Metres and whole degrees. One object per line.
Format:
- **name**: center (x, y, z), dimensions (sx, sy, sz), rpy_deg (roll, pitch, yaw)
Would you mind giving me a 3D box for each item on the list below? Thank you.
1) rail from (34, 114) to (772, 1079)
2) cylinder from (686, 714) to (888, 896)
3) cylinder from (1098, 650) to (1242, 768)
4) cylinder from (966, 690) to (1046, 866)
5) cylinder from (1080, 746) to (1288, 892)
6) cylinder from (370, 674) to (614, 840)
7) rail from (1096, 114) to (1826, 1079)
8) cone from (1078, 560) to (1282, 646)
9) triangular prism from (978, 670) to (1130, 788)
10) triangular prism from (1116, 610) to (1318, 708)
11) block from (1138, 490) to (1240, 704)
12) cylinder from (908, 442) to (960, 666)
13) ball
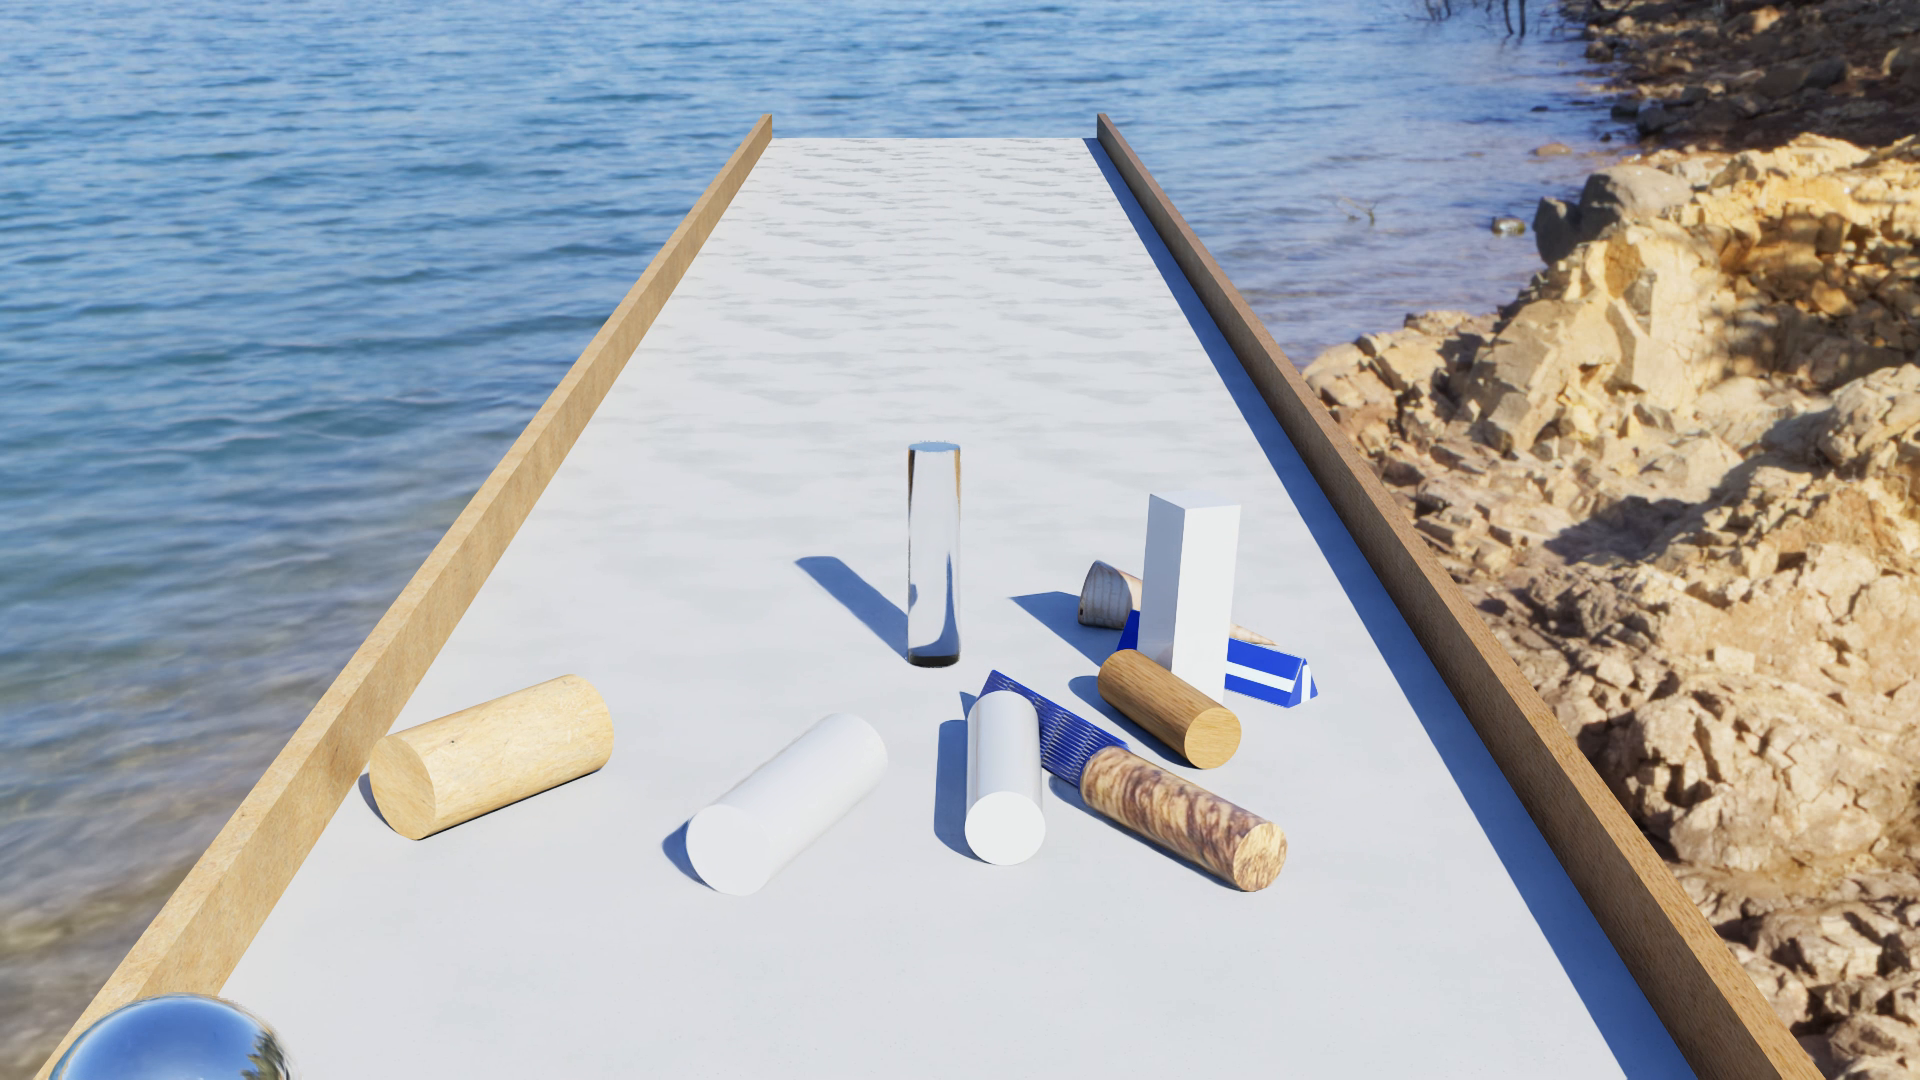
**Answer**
- **rail**: center (-1.118, -0.838, 7.780), dimensions (0.050, 0.150, 12.000), rpy_deg (0, 17, -1)
- **cylinder**: center (-0.272, 0.420, 3.550), dimensions (0.151, 0.151, 0.418), rpy_deg (7, 18, 22)
- **cylinder**: center (0.377, 0.304, 4.004), dimensions (0.115, 0.115, 0.335), rpy_deg (-7, 18, -22)
- **cylinder**: center (0.074, 0.391, 3.688), dimensions (0.127, 0.127, 0.451), rpy_deg (0, 17, 1)
- **cylinder**: center (0.355, 0.444, 3.539), dimensions (0.112, 0.112, 0.383), rpy_deg (-11, 20, -33)
- **cylinder**: center (-0.785, 0.361, 3.706), dimensions (0.176, 0.176, 0.376), rpy_deg (13, 21, 38)
- **rail**: center (0.932, -0.844, 7.801), dimensions (0.050, 0.150, 12.000), rpy_deg (0, 17, -1)
- **cone**: center (0.467, 0.163, 4.554), dimensions (0.424, 0.142, 0.142), rpy_deg (16, 21, 16)
- **triangular prism**: center (0.171, 0.337, 3.921), dimensions (0.108, 0.093, 0.427), rpy_deg (-9, 19, -30)
- **triangular prism**: center (0.500, 0.223, 4.317), dimensions (0.426, 0.086, 0.099), rpy_deg (16, 23, 42)
- **block**: center (0.428, 0.111, 4.158), dimensions (0.123, 0.390, 0.123), rpy_deg (-5, 17, -27)
- **cylinder**: center (-0.051, 0.028, 4.366), dimensions (0.105, 0.432, 0.105), rpy_deg (0, 13, 0)
- **ball**: center (-0.887, 0.663, 2.481), dimensions (0.295, 0.295, 0.295), rpy_deg (0, 17, 0)
